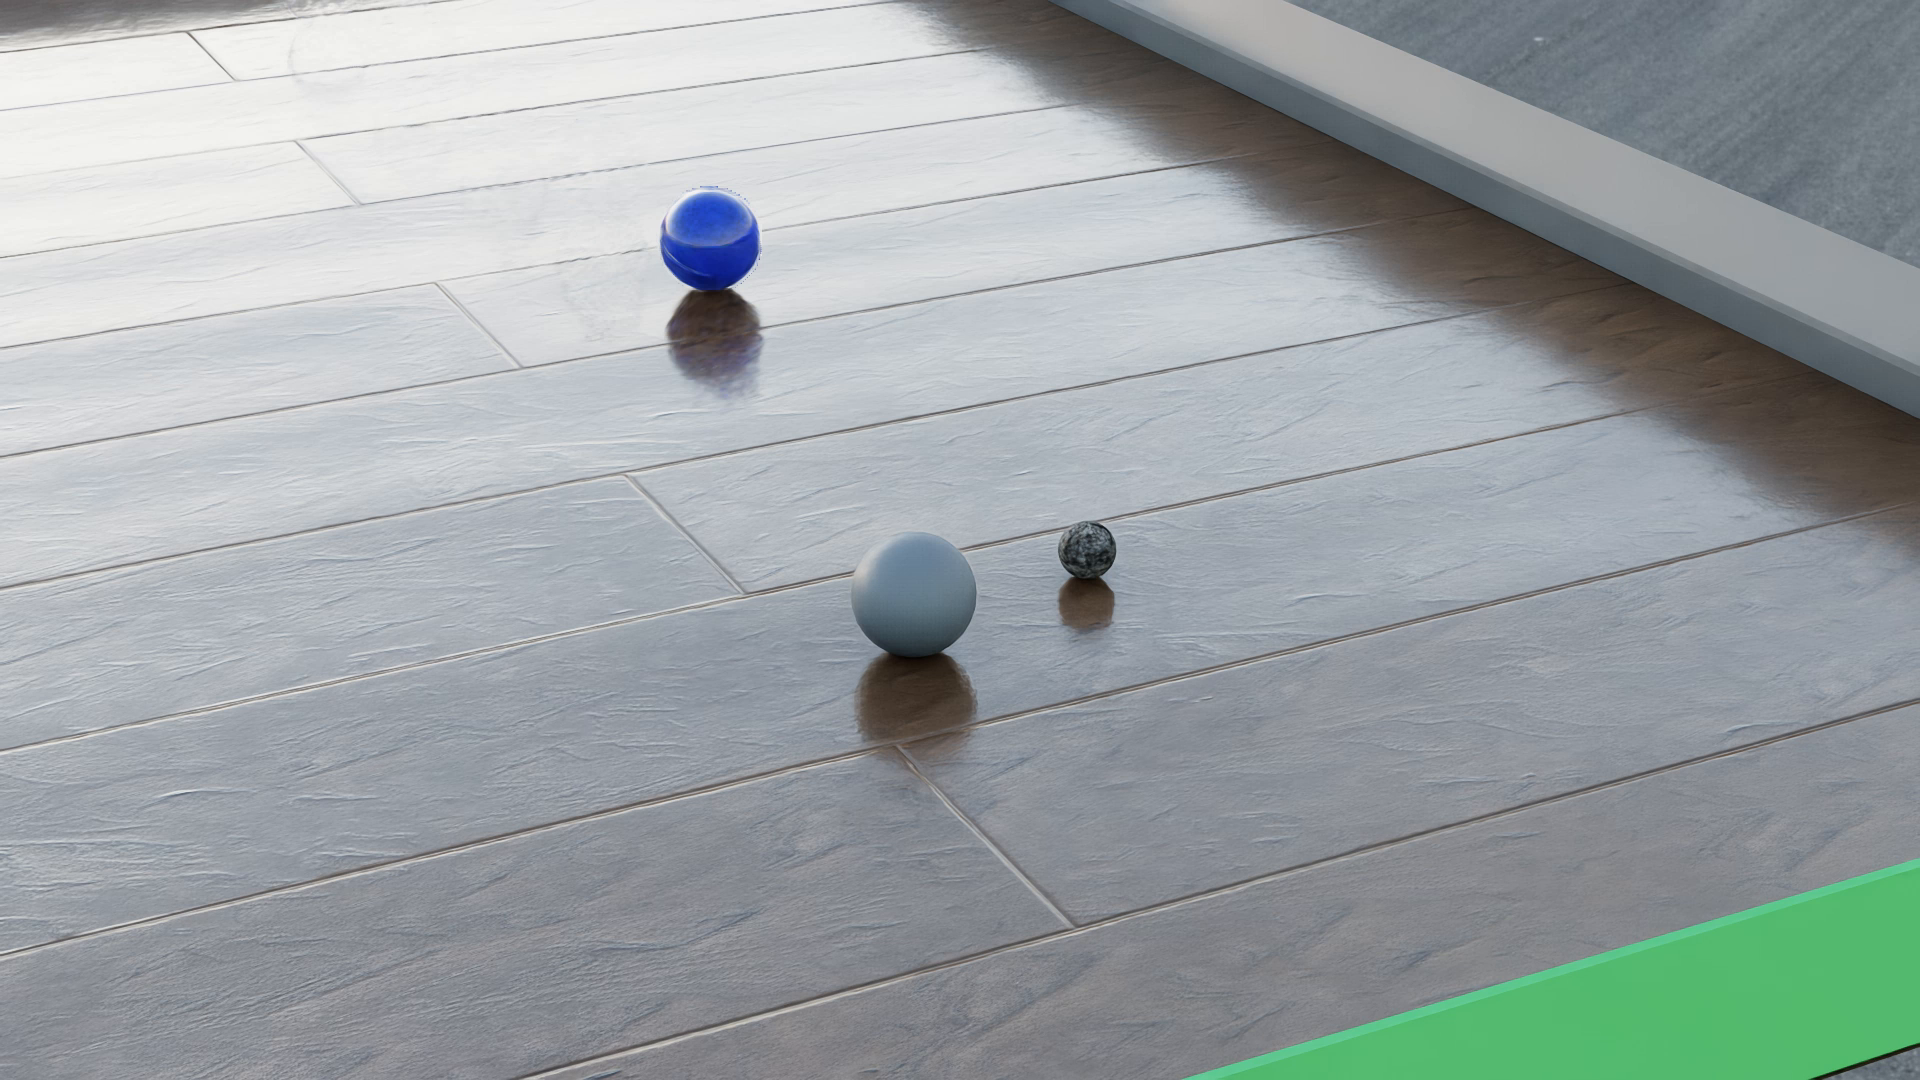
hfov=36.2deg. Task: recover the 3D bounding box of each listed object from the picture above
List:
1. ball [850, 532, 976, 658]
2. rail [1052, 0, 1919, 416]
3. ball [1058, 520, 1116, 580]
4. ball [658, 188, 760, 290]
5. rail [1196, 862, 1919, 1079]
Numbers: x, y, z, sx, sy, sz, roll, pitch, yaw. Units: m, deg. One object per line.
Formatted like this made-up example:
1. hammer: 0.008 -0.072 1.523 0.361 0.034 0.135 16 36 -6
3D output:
1. ball: -0.032 0.037 2.027 0.087 0.087 0.087 0 25 0
2. rail: 0.401 -0.467 3.079 0.045 0.122 3.060 -12 27 -24
3. ball: 0.093 0.007 2.146 0.043 0.043 0.043 0 25 0
4. ball: -0.230 -0.276 2.701 0.094 0.094 0.094 0 25 0
5. rail: 0.329 0.251 1.519 1.701 0.122 0.045 -12 27 -24
